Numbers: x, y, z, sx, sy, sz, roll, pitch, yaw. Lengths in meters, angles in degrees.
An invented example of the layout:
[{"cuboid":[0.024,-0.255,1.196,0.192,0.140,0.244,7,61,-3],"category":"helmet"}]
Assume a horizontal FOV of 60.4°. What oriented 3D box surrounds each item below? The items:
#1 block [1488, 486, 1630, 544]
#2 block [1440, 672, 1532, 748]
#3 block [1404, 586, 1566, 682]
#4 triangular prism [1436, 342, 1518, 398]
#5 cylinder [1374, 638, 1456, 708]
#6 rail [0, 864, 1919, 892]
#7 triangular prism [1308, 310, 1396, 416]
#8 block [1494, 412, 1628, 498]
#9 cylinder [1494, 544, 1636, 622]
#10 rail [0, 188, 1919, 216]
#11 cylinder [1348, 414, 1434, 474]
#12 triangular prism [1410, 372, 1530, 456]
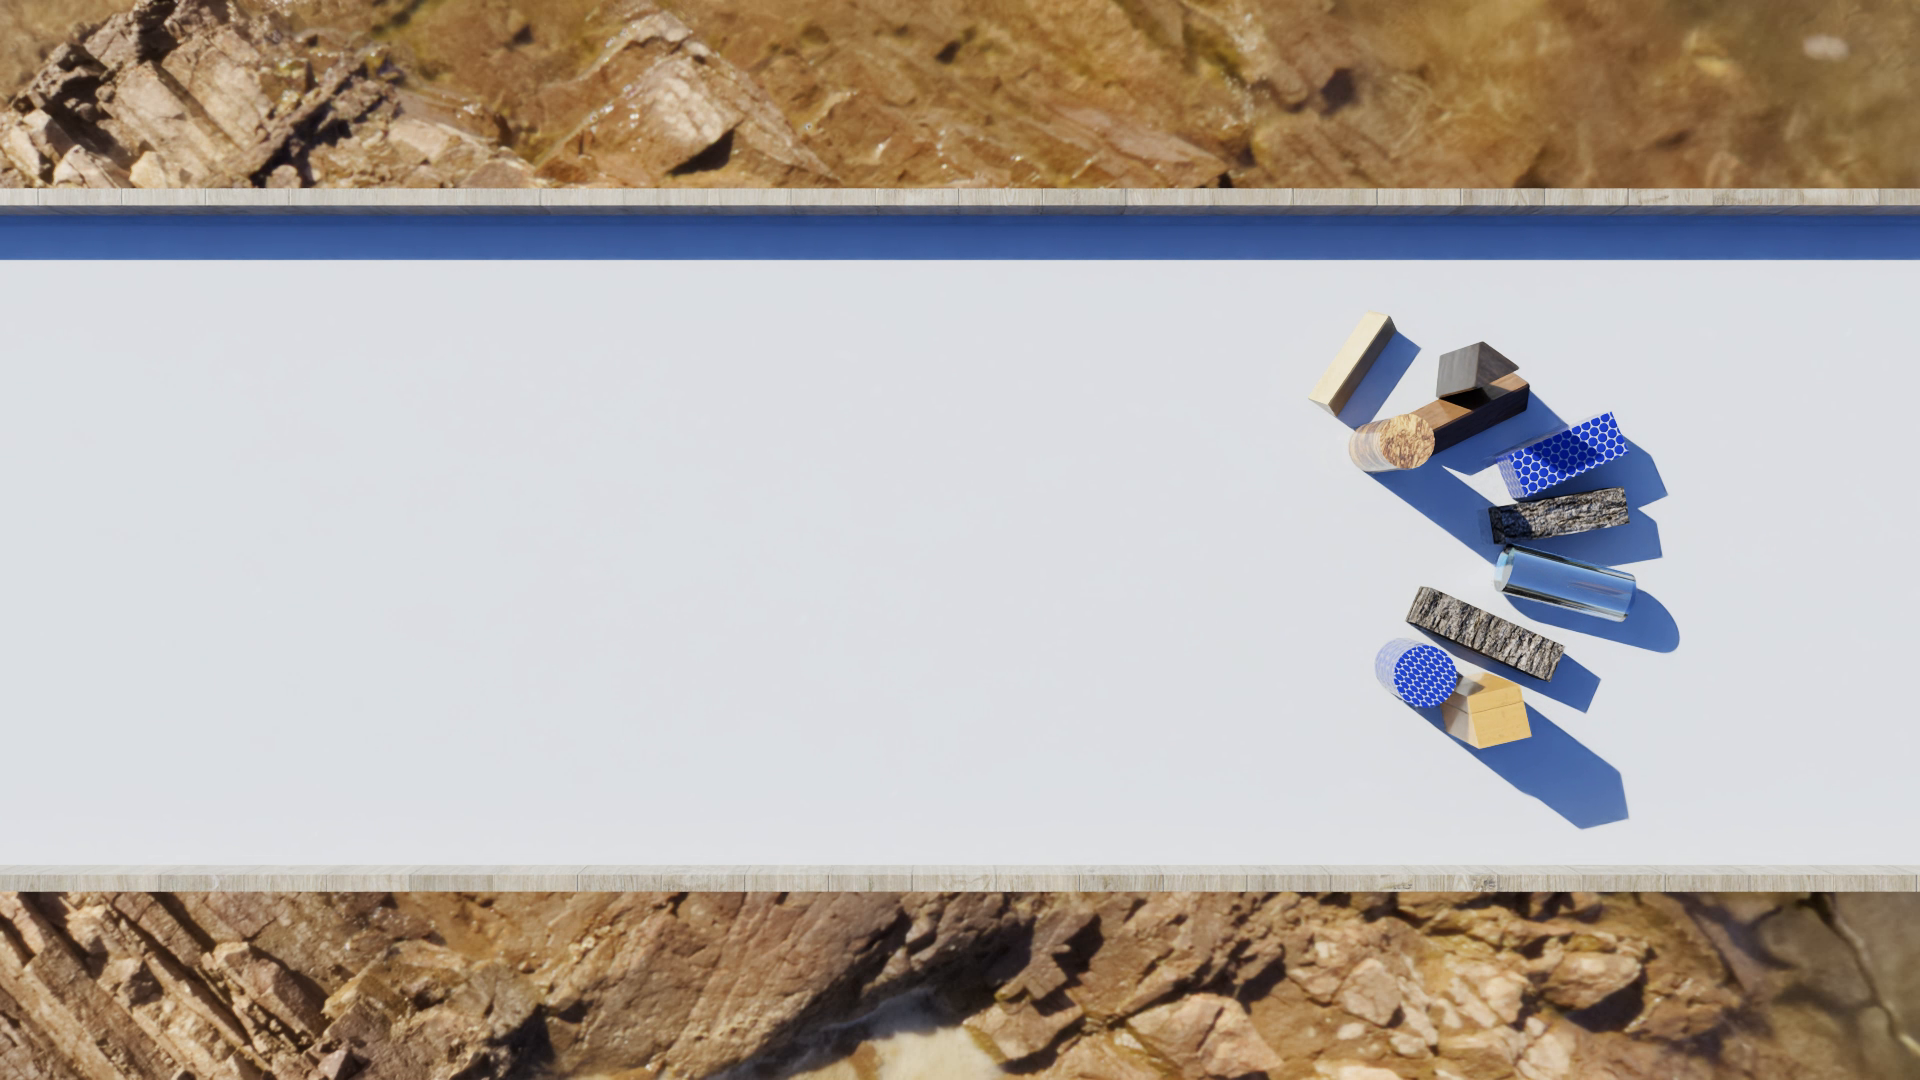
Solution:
[{"cuboid":[1.821,-0.074,5.020,0.377,0.113,0.113,-10,90,0],"category":"block"},{"cuboid":[1.556,0.504,4.917,0.155,0.313,0.155,-13,92,0],"category":"block"},{"cuboid":[1.595,0.284,5.018,0.443,0.117,0.117,24,90,0],"category":"block"},{"cuboid":[1.504,-0.515,4.881,0.133,0.390,0.115,-25,91,0],"category":"triangular prism"},{"cuboid":[1.350,0.390,4.902,0.178,0.334,0.178,0,91,5],"category":"cylinder"},{"cuboid":[-2.247,1.025,5.001,12.000,0.150,0.050,0,90,0],"category":"rail"},{"cuboid":[1.206,-0.542,5.028,0.105,0.091,0.328,35,90,0],"category":"triangular prism"},{"cuboid":[1.824,-0.257,5.009,0.335,0.135,0.135,-23,90,0],"category":"block"},{"cuboid":[1.832,0.130,5.000,0.376,0.154,0.154,14,90,0],"category":"cylinder"},{"cuboid":[-2.247,-1.025,5.002,12.000,0.150,0.050,0,90,0],"category":"rail"},{"cuboid":[1.270,-0.282,4.876,0.156,0.400,0.156,0,91,1],"category":"cylinder"},{"cuboid":[1.555,-0.392,5.010,0.341,0.126,0.145,-26,90,0],"category":"triangular prism"}]
